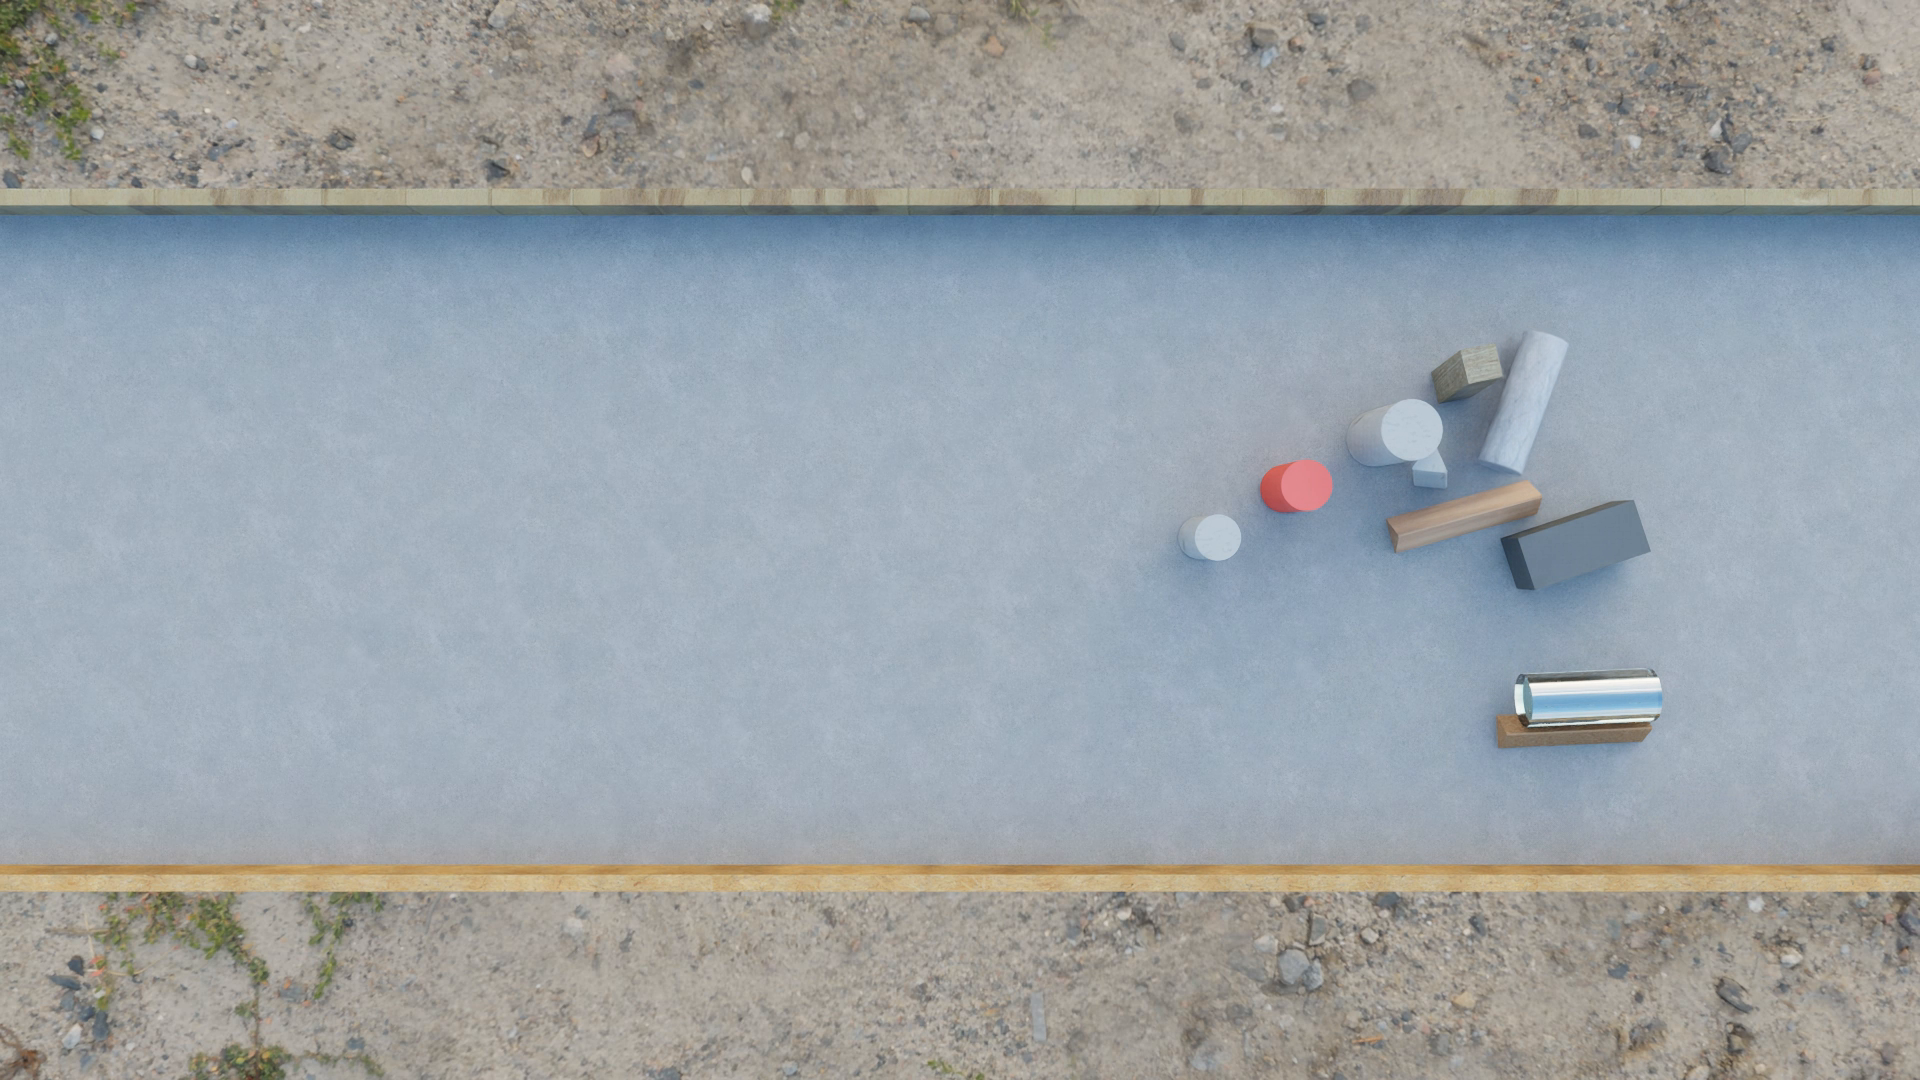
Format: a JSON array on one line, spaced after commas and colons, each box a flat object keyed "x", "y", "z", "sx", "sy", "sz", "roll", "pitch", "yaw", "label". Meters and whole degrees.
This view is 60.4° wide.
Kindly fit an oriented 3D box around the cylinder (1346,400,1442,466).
[{"x": 1.276, "y": -0.311, "z": 4.865, "sx": 0.174, "sy": 0.423, "sz": 0.174, "roll": 0, "pitch": 90, "yaw": 0, "label": "cylinder"}]

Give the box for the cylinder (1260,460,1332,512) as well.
[{"x": 0.998, "y": -0.158, "z": 4.912, "sx": 0.148, "sy": 0.328, "sz": 0.148, "roll": 0, "pitch": 90, "yaw": 0, "label": "cylinder"}]

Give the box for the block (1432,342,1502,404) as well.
[{"x": 1.507, "y": -0.494, "z": 4.912, "sx": 0.102, "sy": 0.320, "sz": 0.102, "roll": -12, "pitch": 84, "yaw": 0, "label": "block"}]

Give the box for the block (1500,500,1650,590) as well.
[{"x": 1.861, "y": 0.015, "z": 4.995, "sx": 0.364, "sy": 0.163, "sz": 0.163, "roll": -18, "pitch": 90, "yaw": 0, "label": "block"}]

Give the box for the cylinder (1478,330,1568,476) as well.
[{"x": 1.708, "y": -0.415, "z": 5.009, "sx": 0.135, "sy": 0.135, "sz": 0.418, "roll": 20, "pitch": 90, "yaw": 0, "label": "cylinder"}]

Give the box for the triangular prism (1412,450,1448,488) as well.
[{"x": 1.405, "y": -0.224, "z": 4.915, "sx": 0.098, "sy": 0.314, "sz": 0.085, "roll": 6, "pitch": 85, "yaw": 17, "label": "triangular prism"}]

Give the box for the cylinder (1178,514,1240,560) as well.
[{"x": 0.738, "y": -0.007, "z": 4.897, "sx": 0.132, "sy": 0.359, "sz": 0.132, "roll": 0, "pitch": 90, "yaw": 0, "label": "cylinder"}]

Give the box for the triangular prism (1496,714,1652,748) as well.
[{"x": 1.874, "y": 0.579, "z": 5.031, "sx": 0.441, "sy": 0.085, "sz": 0.099, "roll": -3, "pitch": 90, "yaw": 0, "label": "triangular prism"}]

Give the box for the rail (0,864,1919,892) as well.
[{"x": -2.247, "y": 1.025, "z": 5.001, "sx": 12.000, "sy": 0.150, "sz": 0.050, "roll": 0, "pitch": 90, "yaw": 0, "label": "rail"}]

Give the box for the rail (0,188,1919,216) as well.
[{"x": -2.247, "y": -1.025, "z": 5.002, "sx": 12.000, "sy": 0.150, "sz": 0.050, "roll": 0, "pitch": 90, "yaw": 0, "label": "rail"}]

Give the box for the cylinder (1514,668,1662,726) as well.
[{"x": 1.901, "y": 0.477, "z": 4.996, "sx": 0.387, "sy": 0.161, "sz": 0.161, "roll": -3, "pitch": 90, "yaw": 0, "label": "cylinder"}]
